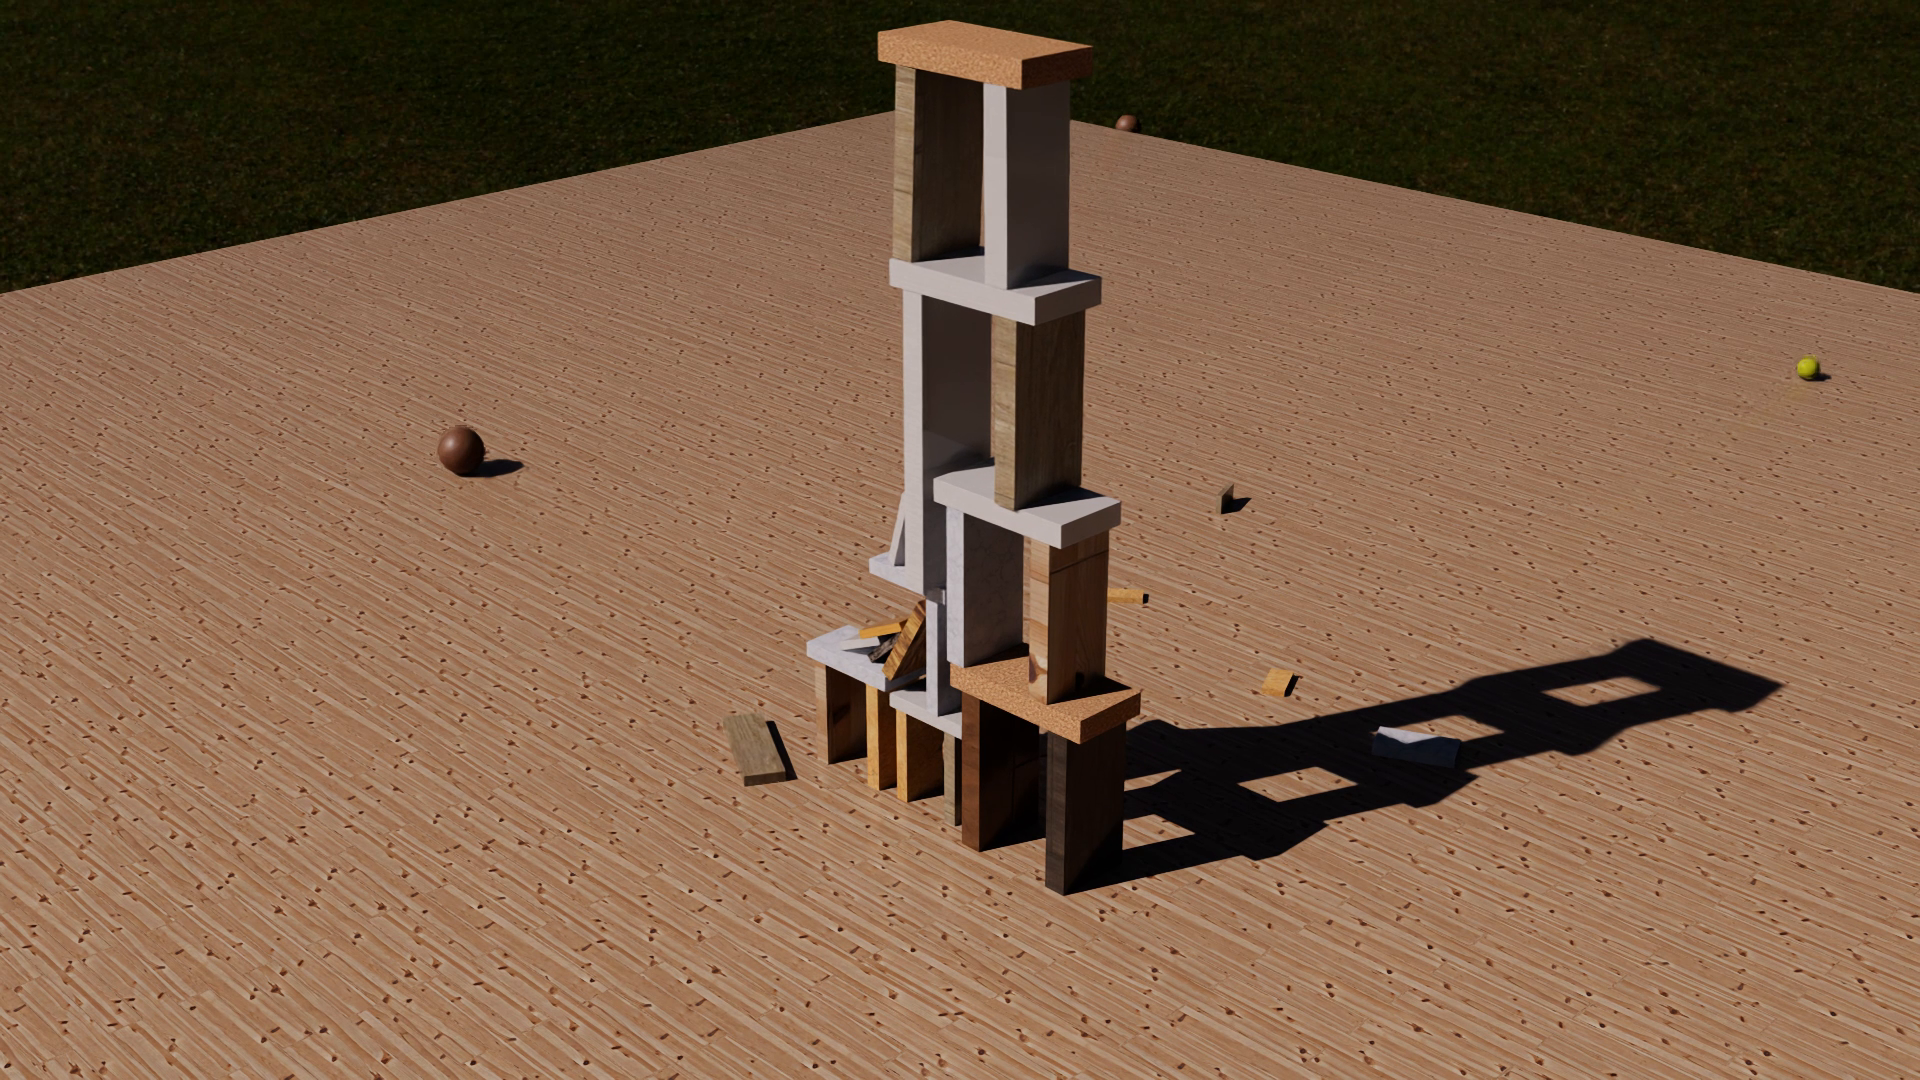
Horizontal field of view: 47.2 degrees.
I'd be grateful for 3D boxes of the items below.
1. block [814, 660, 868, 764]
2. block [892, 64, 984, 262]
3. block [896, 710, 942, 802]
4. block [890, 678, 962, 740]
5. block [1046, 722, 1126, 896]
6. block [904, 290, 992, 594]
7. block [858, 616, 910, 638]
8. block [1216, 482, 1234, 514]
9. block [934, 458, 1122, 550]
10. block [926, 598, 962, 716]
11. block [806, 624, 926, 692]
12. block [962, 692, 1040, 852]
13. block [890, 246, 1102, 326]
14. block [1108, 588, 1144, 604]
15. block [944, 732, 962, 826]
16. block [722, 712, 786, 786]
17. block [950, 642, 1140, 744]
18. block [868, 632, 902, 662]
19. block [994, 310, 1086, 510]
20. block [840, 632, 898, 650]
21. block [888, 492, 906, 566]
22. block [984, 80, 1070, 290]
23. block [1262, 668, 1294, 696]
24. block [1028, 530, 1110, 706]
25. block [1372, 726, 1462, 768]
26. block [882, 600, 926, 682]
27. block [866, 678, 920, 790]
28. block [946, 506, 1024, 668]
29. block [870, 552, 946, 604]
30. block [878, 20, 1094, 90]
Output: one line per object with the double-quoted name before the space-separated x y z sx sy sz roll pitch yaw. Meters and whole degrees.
"block" -0.248 0.345 4.645 0.033 0.236 0.118 21 31 41
"block" -0.038 -0.692 3.972 0.176 0.351 0.050 -21 33 -40
"block" -0.082 0.425 4.498 0.102 0.204 0.029 -21 31 -40
"block" -0.033 0.336 4.408 0.204 0.029 0.102 21 31 40
"block" 0.239 0.490 4.174 0.048 0.337 0.168 21 31 41
"block" -0.023 -0.202 4.161 0.178 0.595 0.050 -20 30 -39
"block" -0.139 0.174 4.447 0.064 0.018 0.129 -22 6 -42
"block" 0.718 -0.113 5.960 0.015 0.053 0.105 10 25 23
"block" 0.122 -0.071 4.059 0.323 0.046 0.162 21 31 41
"block" -0.017 0.215 4.336 0.030 0.250 0.107 21 31 40
"block" -0.193 0.243 4.542 0.236 0.033 0.118 21 31 40
"block" 0.080 0.428 4.320 0.168 0.337 0.048 -21 31 -40
"block" 0.062 -0.465 3.955 0.355 0.050 0.178 21 30 40
"block" 0.398 0.137 5.418 0.105 0.015 0.053 3 23 6
"block" 0.015 0.462 4.410 0.029 0.204 0.102 21 31 41
"block" -0.440 0.444 4.682 0.087 0.025 0.272 -6 24 -14
"block" 0.160 0.282 4.173 0.168 0.048 0.337 -21 31 -41
"block" -0.128 0.207 4.456 0.064 0.018 0.129 -22 -10 -41
"block" 0.144 -0.248 3.961 0.178 0.355 0.050 -21 31 -40
"block" -0.183 0.202 4.508 0.064 0.018 0.129 -22 8 -41
"block" -0.082 -0.028 4.291 0.087 0.175 0.025 -12 47 -26
"block" 0.117 -0.629 3.825 0.050 0.351 0.175 17 28 37
"block" 0.720 0.323 4.981 0.053 0.015 0.105 8 24 18
"block" 0.201 0.128 4.062 0.162 0.323 0.046 -21 31 -40
"block" 0.973 0.442 4.688 0.175 0.025 0.087 8 24 19
"block" -0.073 0.188 4.388 0.107 0.214 0.030 -21 61 -41
"block" -0.137 0.389 4.543 0.033 0.236 0.118 21 31 41
"block" 0.049 0.068 4.204 0.162 0.323 0.046 -21 31 -40
"block" -0.067 0.066 4.328 0.107 0.030 0.214 -21 31 -40
"block" 0.041 -0.845 3.819 0.175 0.050 0.351 -21 31 -40
